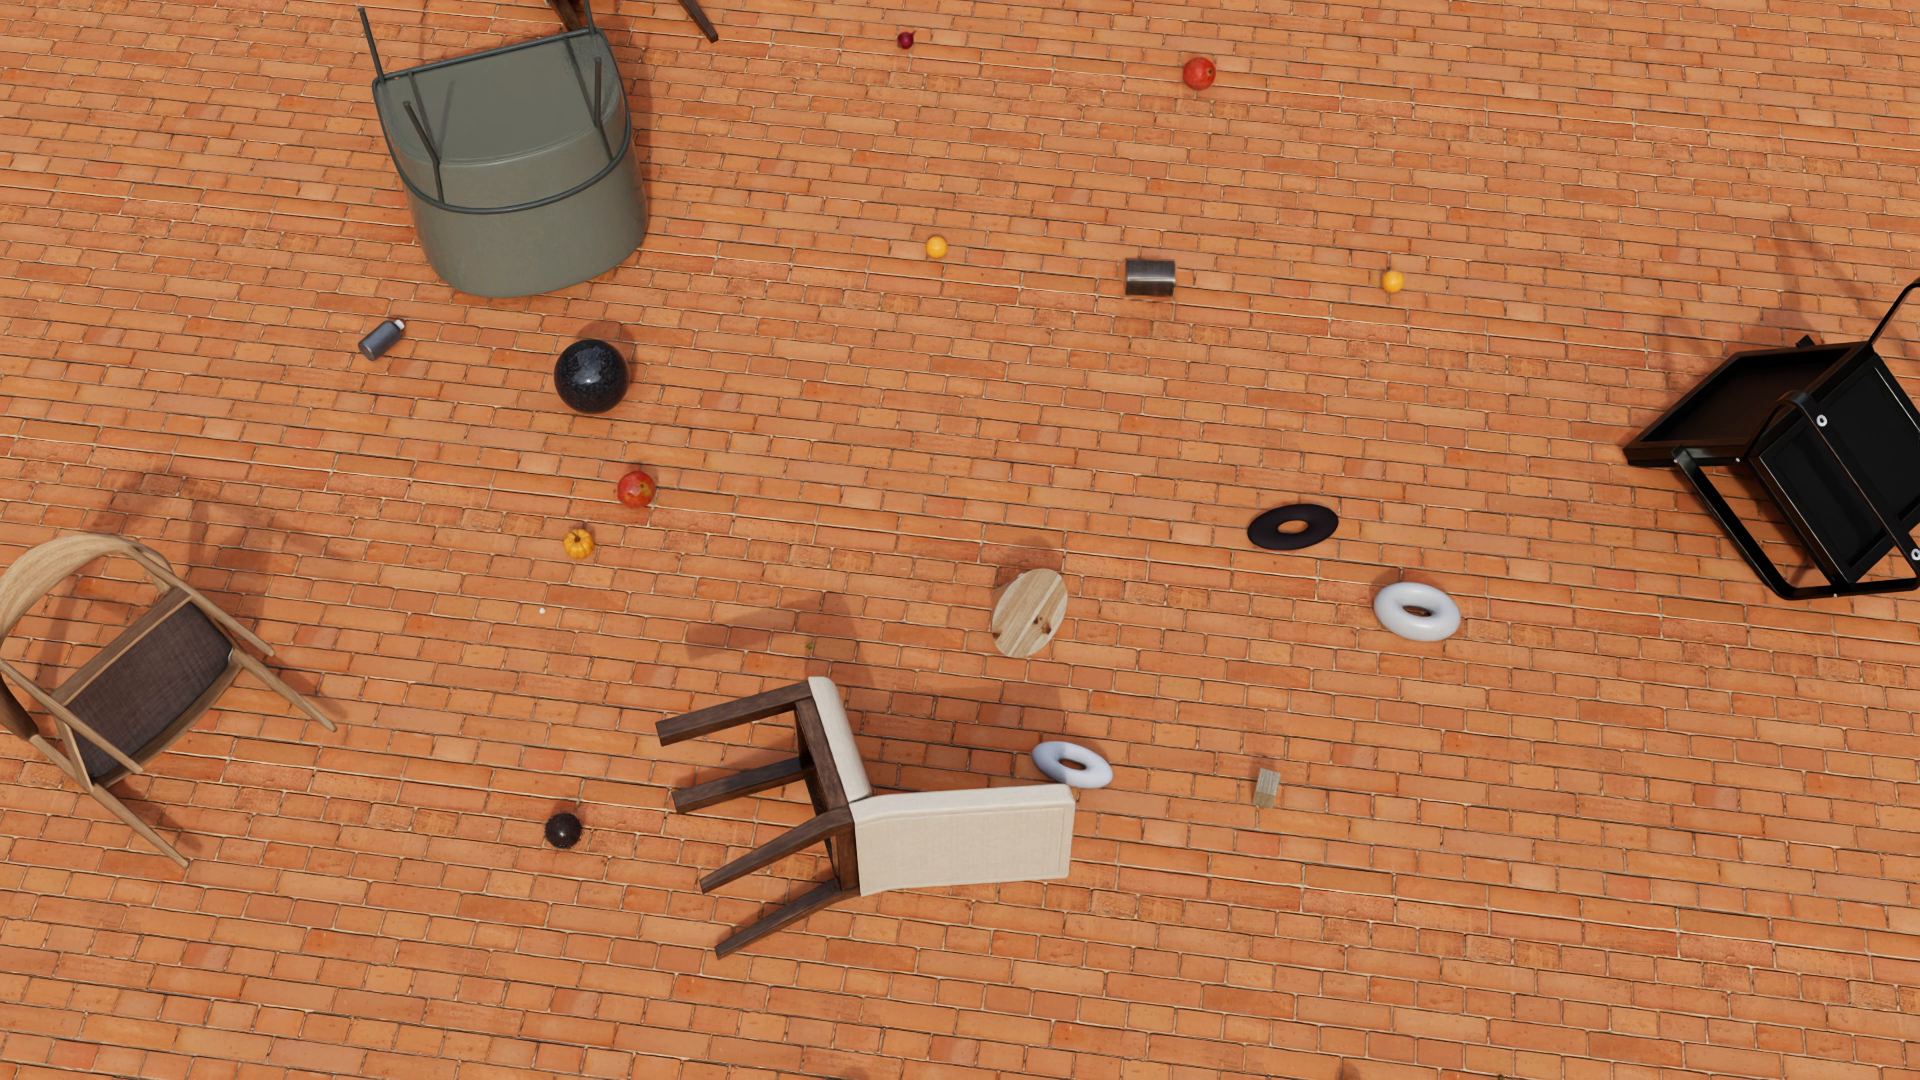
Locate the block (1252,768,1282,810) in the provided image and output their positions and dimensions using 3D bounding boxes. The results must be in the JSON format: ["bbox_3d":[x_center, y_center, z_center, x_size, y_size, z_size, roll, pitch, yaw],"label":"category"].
[{"bbox_3d":[0.845,0.686,6.063,0.058,0.083,0.072,14,57,9],"label":"block"}]

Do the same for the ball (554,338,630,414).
[{"bbox_3d":[-1.133,-0.503,6.770,0.234,0.234,0.234,0,56,0],"label":"ball"}]

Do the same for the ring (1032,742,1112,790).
[{"bbox_3d":[0.312,0.626,6.113,0.237,0.070,0.116,18,56,10],"label":"ring"}]

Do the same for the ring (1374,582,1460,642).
[{"bbox_3d":[1.326,0.208,6.379,0.255,0.093,0.175,15,56,11],"label":"ring"}]

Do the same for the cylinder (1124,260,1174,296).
[{"bbox_3d":[0.609,-0.840,7.061,0.152,0.137,0.114,2,98,1],"label":"cylinder"}]

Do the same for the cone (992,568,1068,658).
[{"bbox_3d":[0.146,0.181,6.388,0.280,0.239,0.209,-56,36,-4],"label":"cone"}]

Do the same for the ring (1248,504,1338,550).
[{"bbox_3d":[0.996,-0.039,6.576,0.285,0.040,0.152,-11,58,-8],"label":"ring"}]

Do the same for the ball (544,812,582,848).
[{"bbox_3d":[-1.079,0.790,5.983,0.100,0.100,0.100,0,56,0],"label":"ball"}]
